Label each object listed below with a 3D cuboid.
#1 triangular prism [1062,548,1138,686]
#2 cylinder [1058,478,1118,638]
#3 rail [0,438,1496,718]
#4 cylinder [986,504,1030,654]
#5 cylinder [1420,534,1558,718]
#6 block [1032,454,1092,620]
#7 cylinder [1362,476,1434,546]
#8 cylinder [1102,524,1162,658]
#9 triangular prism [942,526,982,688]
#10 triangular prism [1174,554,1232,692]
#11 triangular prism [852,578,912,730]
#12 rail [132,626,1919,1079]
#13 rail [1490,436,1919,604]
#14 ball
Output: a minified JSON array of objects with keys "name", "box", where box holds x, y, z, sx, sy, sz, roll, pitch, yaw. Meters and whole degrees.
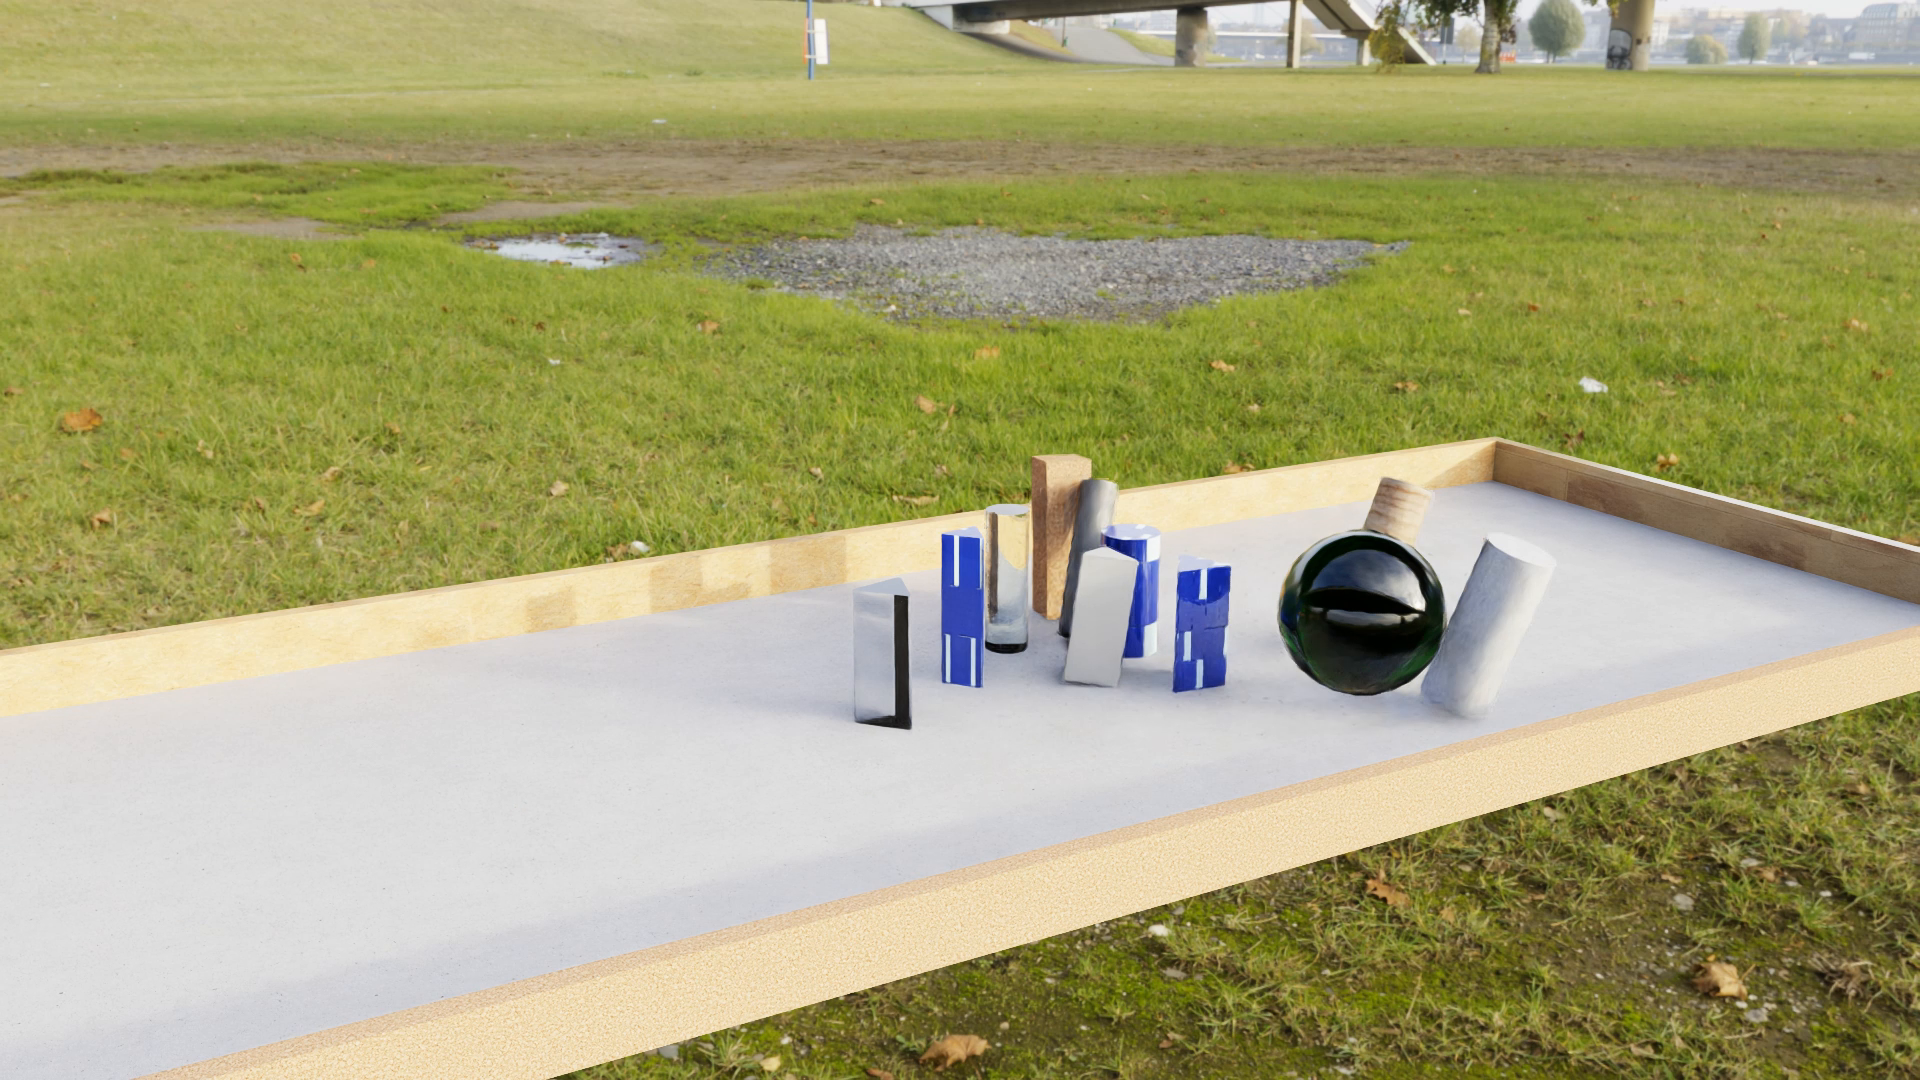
[{"name":"triangular prism","box":[0.346,0.187,4.132,0.139,0.324,0.120,8,12,-2]},{"name":"cylinder","box":[0.344,0.052,4.433,0.102,0.424,0.102,9,-12,2]},{"name":"rail","box":[-3.305,0.497,3.399,12.000,0.150,0.050,-9,18,-27]},{"name":"cylinder","box":[0.124,0.102,4.337,0.113,0.378,0.113,0,16,0]},{"name":"cylinder","box":[1.243,0.203,3.889,0.166,0.405,0.166,15,21,-6]},{"name":"block","box":[0.282,-0.011,4.593,0.130,0.437,0.130,-4,11,-16]},{"name":"cylinder","box":[1.093,0.066,4.317,0.140,0.442,0.140,21,0,0]},{"name":"cylinder","box":[0.445,0.133,4.332,0.155,0.322,0.155,0,16,0]},{"name":"triangular prism","box":[0.021,0.164,4.108,0.109,0.389,0.094,6,17,20]},{"name":"triangular prism","box":[0.574,0.202,4.112,0.145,0.313,0.126,-6,17,-20]},{"name":"triangular prism","box":[-0.162,0.262,3.878,0.141,0.329,0.122,5,17,17]},{"name":"rail","box":[-2.336,1.006,1.665,12.000,0.150,0.050,-9,18,-27]},{"name":"rail","box":[2.466,-0.048,5.253,0.050,0.150,2.100,-9,18,-27]},{"name":"ball","box":[0.959,0.173,3.944,0.397,0.397,0.397,0,16,0]}]
